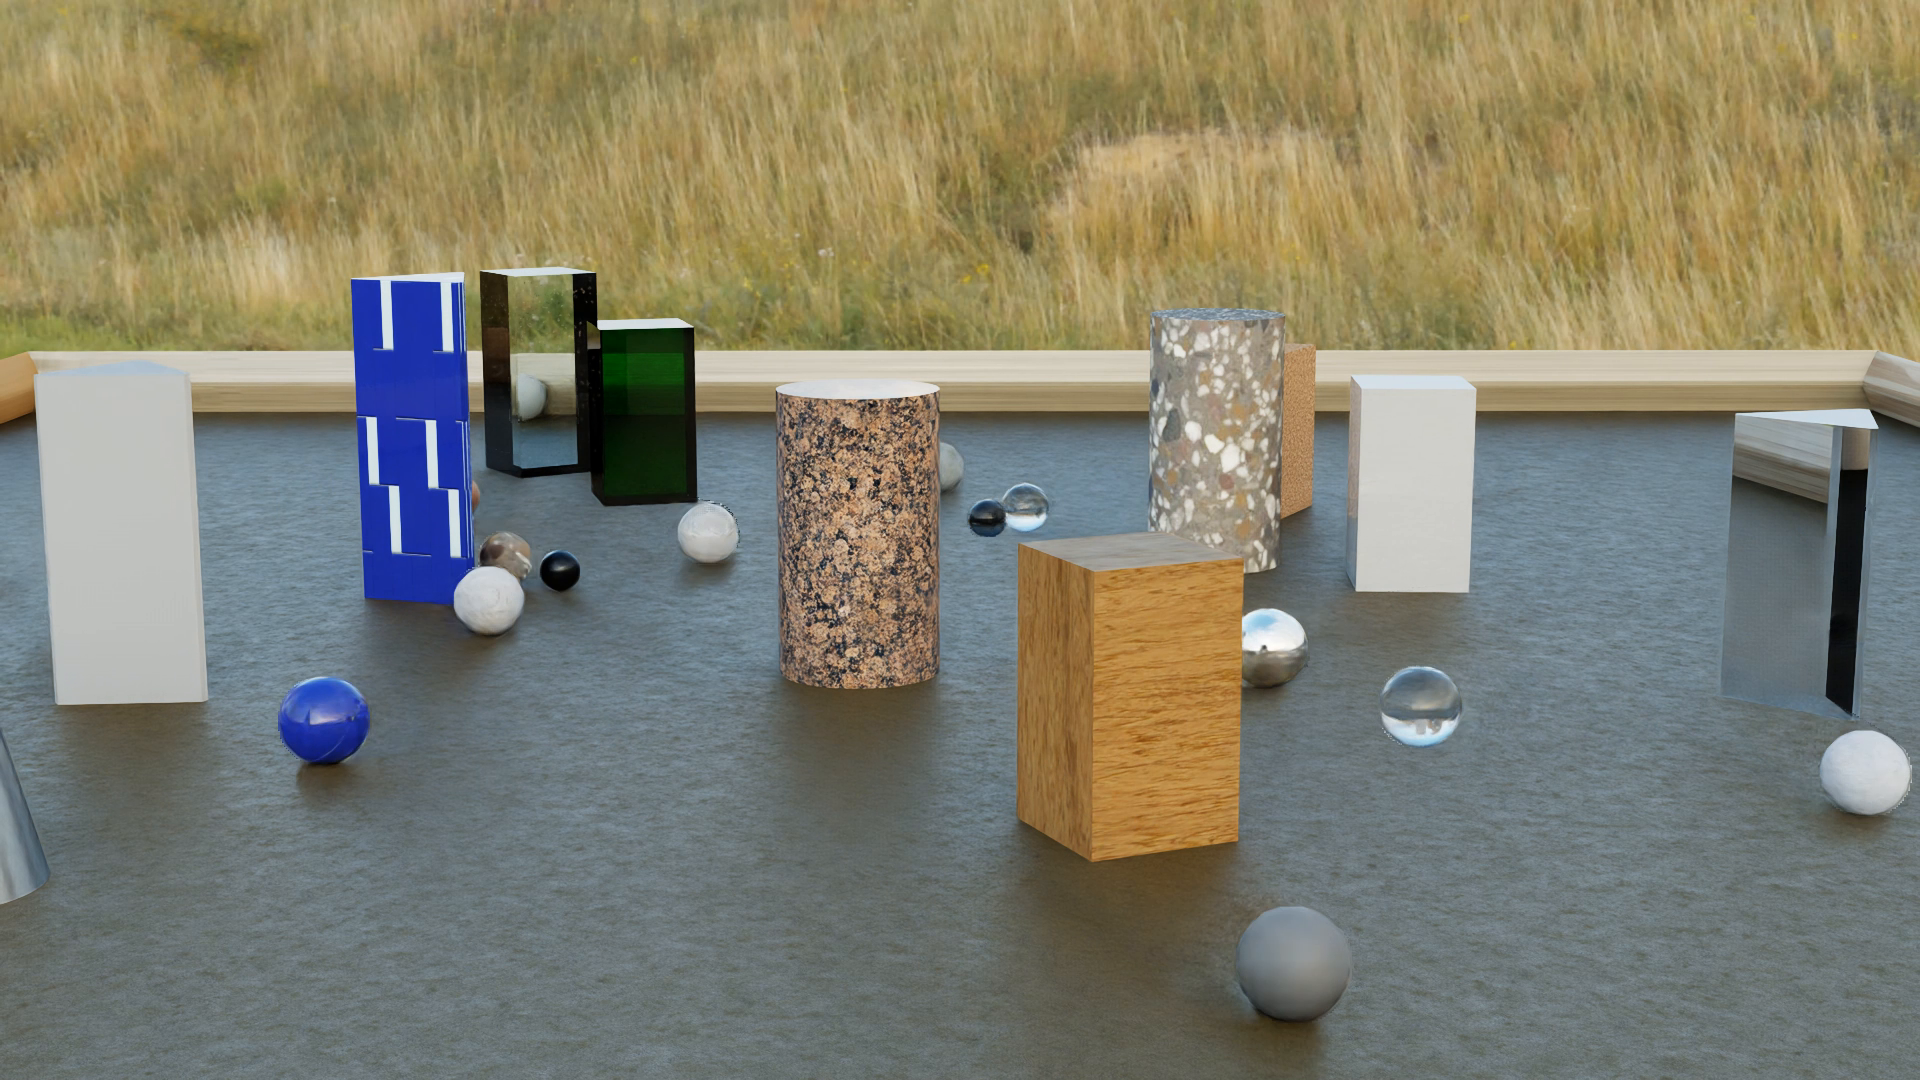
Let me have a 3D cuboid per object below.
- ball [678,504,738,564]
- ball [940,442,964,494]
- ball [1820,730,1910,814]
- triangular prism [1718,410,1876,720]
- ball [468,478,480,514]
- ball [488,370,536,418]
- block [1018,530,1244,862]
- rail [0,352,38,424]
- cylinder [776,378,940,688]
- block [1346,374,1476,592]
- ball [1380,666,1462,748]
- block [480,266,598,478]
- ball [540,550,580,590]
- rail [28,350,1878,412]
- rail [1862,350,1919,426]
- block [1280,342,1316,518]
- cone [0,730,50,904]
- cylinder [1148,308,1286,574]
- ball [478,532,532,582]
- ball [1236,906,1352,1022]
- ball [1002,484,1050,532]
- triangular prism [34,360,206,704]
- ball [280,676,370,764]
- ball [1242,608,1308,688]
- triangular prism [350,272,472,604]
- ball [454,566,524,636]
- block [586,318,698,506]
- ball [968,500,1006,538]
[{"bbox_3d":[-0.372,-0.010,3.789,0.089,0.089,0.089,0,11,0],"label":"ball"},{"bbox_3d":[-0.036,-0.124,4.411,0.087,0.087,0.087,0,11,0],"label":"ball"},{"bbox_3d":[0.889,0.228,2.521,0.083,0.083,0.083,0,11,0],"label":"ball"},{"bbox_3d":[1.000,0.020,2.963,0.147,0.331,0.170,-10,15,-44],"label":"triangular prism"},{"bbox_3d":[-0.817,-0.072,4.176,0.070,0.070,0.070,0,11,0],"label":"ball"},{"bbox_3d":[-0.936,-0.304,5.353,0.098,0.098,0.098,0,11,0],"label":"ball"},{"bbox_3d":[0.160,0.144,2.452,0.157,0.274,0.157,-5,12,-24],"label":"block"},{"bbox_3d":[-1.937,0.035,3.438,0.045,0.127,4.065,0,11,0],"label":"rail"},{"bbox_3d":[-0.122,-0.011,3.097,0.196,0.345,0.196,0,11,0],"label":"cylinder"},{"bbox_3d":[0.637,-0.082,3.640,0.157,0.286,0.157,1,11,3],"label":"block"},{"bbox_3d":[0.497,0.180,2.770,0.088,0.088,0.088,0,11,0],"label":"ball"},{"bbox_3d":[-0.760,-0.306,4.647,0.157,0.359,0.157,-7,13,-33],"label":"block"},{"bbox_3d":[-0.560,0.042,3.597,0.057,0.057,0.057,0,11,0],"label":"ball"},{"bbox_3d":[-0.012,-0.333,5.424,3.922,0.127,0.045,0,11,0],"label":"rail"},{"bbox_3d":[1.937,0.031,3.460,0.045,0.127,4.065,0,11,0],"label":"rail"},{"bbox_3d":[0.484,-0.185,4.238,0.157,0.270,0.157,5,12,27],"label":"block"},{"bbox_3d":[-0.923,0.108,2.272,0.196,0.411,0.196,0,11,0],"label":"cone"},{"bbox_3d":[0.376,-0.149,3.776,0.196,0.367,0.196,0,11,0],"label":"cylinder"},{"bbox_3d":[-0.642,0.027,3.630,0.075,0.075,0.075,0,11,0],"label":"ball"},{"bbox_3d":[0.257,0.326,1.978,0.088,0.088,0.088,0,11,0],"label":"ball"},{"bbox_3d":[0.103,-0.051,4.043,0.077,0.077,0.077,0,11,0],"label":"ball"},{"bbox_3d":[-0.965,-0.013,3.004,0.170,0.381,0.147,-1,11,-4],"label":"triangular prism"},{"bbox_3d":[-0.669,0.190,2.704,0.093,0.093,0.093,0,11,0],"label":"ball"},{"bbox_3d":[0.365,0.128,3.033,0.094,0.094,0.094,0,11,0],"label":"ball"},{"bbox_3d":[-0.721,-0.145,3.555,0.170,0.440,0.147,4,11,19],"label":"triangular prism"},{"bbox_3d":[-0.607,0.079,3.306,0.091,0.091,0.091,0,11,0],"label":"ball"},{"bbox_3d":[-0.539,-0.219,4.350,0.157,0.296,0.157,-3,11,-16],"label":"block"},{"bbox_3d":[0.043,-0.034,3.999,0.060,0.060,0.060,0,11,0],"label":"ball"}]
